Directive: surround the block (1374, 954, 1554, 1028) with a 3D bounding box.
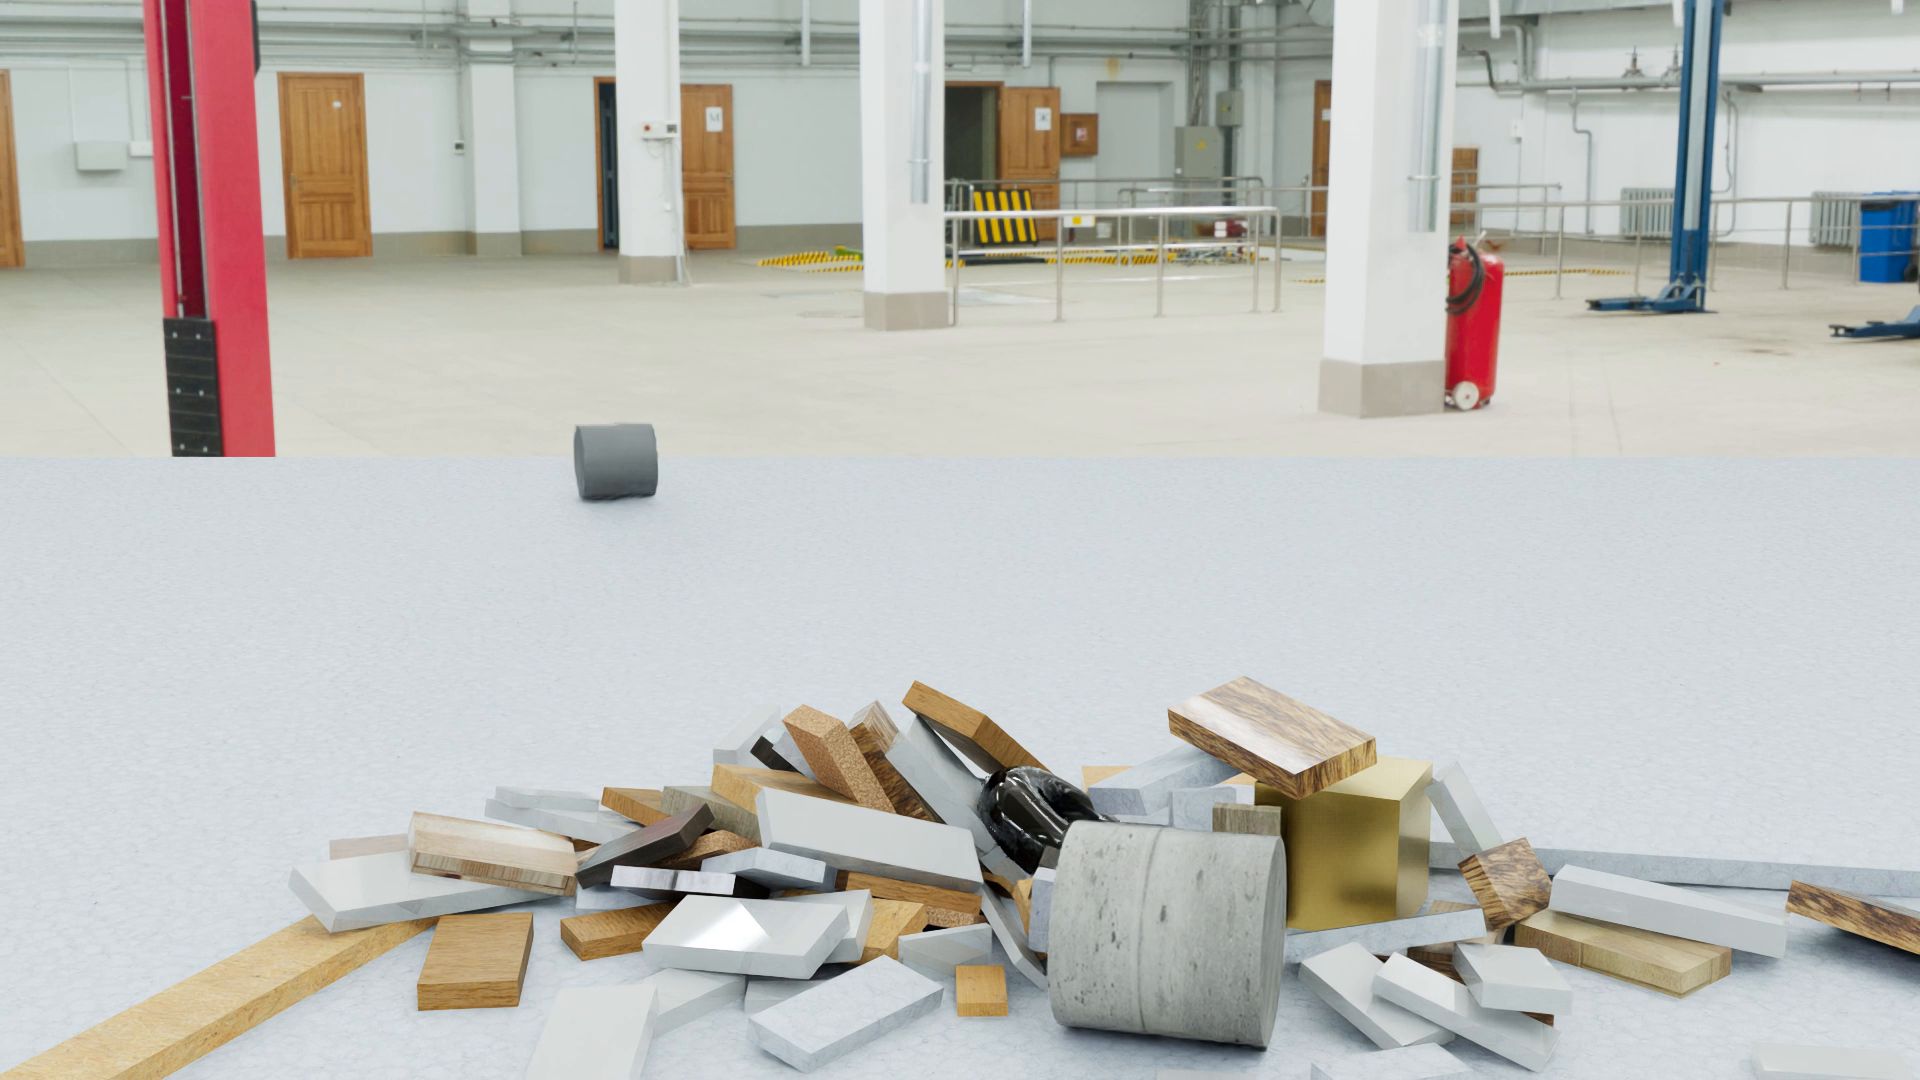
[{"bbox_3d":[0.715,0.658,3.191,0.285,0.040,0.143,3,11,16],"label":"block"}]

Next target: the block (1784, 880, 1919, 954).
[{"bbox_3d":[1.463,0.598,3.351,0.173,0.049,0.346,14,0,-36],"label":"block"}]

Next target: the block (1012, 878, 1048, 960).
[{"bbox_3d":[0.220,0.581,3.445,0.249,0.035,0.125,-4,46,-19],"label":"block"}]

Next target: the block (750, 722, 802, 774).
[{"bbox_3d":[-0.228,0.437,3.938,0.290,0.041,0.145,39,18,7],"label":"block"}]

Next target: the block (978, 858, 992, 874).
[{"bbox_3d":[0.040,0.549,3.668,0.013,0.094,0.047,-48,30,-9],"label":"block"}]

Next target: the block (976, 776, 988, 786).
[{"bbox_3d":[0.085,0.485,3.886,0.327,0.046,0.163,16,12,11],"label":"block"}]

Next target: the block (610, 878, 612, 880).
[{"bbox_3d":[-0.584,0.584,3.646,0.070,0.020,0.140,-2,11,-10],"label":"block"}]

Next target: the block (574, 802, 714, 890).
[{"bbox_3d":[-0.509,0.495,3.553,0.216,0.031,0.108,-24,10,24],"label":"block"}]

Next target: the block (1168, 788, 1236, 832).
[{"bbox_3d":[0.394,0.507,3.539,0.105,0.210,0.030,-2,-3,-8],"label":"block"}]

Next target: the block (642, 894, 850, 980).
[{"bbox_3d":[-0.318,0.588,3.268,0.276,0.039,0.138,-1,22,25],"label":"block"}]

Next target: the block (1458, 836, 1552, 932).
[{"bbox_3d":[0.877,0.546,3.502,0.033,0.117,0.235,-37,-19,28],"label":"block"}]

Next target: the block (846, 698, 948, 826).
[{"bbox_3d":[-0.079,0.432,3.708,0.046,0.325,0.162,-33,4,11],"label":"block"}]

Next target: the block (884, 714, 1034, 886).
[{"bbox_3d":[0.012,0.446,3.695,0.046,0.327,0.163,-42,3,11],"label":"block"}]

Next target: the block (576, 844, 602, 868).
[{"bbox_3d":[-0.629,0.556,3.799,0.070,0.020,0.140,7,13,33],"label":"block"}]

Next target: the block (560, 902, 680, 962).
[{"bbox_3d":[-0.487,0.610,3.473,0.262,0.031,0.111,-5,12,-26],"label":"block"}]

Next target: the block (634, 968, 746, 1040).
[{"bbox_3d":[-0.425,0.665,3.177,0.111,0.031,0.222,7,13,35],"label":"block"}]

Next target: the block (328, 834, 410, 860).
[{"bbox_3d":[-0.952,0.546,3.804,0.266,0.038,0.133,-3,11,-16],"label":"block"}]

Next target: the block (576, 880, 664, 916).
[{"bbox_3d":[-0.550,0.583,3.567,0.140,0.020,0.070,2,32,-6],"label":"block"}]

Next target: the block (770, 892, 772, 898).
[{"bbox_3d":[-0.285,0.552,3.635,0.222,0.031,0.111,0,44,2],"label":"block"}]

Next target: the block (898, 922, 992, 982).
[{"bbox_3d":[-0.022,0.622,3.300,0.144,0.072,0.020,-5,11,-23],"label":"block"}]

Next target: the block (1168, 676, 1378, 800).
[{"bbox_3d":[0.505,0.319,3.588,0.165,0.047,0.330,-20,24,-27],"label":"block"}]

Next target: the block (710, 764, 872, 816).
[{"bbox_3d":[-0.281,0.428,3.626,0.156,0.044,0.312,10,1,-28],"label":"block"}]

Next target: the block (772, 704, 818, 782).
[{"bbox_3d":[-0.175,0.431,3.863,0.325,0.046,0.162,40,13,-1],"label":"block"}]

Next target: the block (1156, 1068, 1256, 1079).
[{"bbox_3d":[0.324,0.723,2.902,0.130,0.018,0.065,2,11,10],"label":"block"}]

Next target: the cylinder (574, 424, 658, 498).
[{"bbox_3d":[-1.195,-0.274,7.633,0.251,0.251,0.251,-3,11,-18],"label":"cylinder"}]

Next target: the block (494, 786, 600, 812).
[{"bbox_3d":[-0.711,0.447,3.788,0.159,0.023,0.080,9,-1,-33],"label":"block"}]

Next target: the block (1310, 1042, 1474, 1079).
[{"bbox_3d":[0.575,0.713,2.931,0.190,0.027,0.095,-4,11,-19],"label":"block"}]

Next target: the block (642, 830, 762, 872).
[{"bbox_3d":[-0.420,0.524,3.561,0.228,0.032,0.114,-21,-36,37],"label":"block"}]

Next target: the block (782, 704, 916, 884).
[{"bbox_3d":[-0.170,0.431,3.664,0.046,0.325,0.162,-36,21,-19],"label":"block"}]

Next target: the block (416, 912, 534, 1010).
[{"bbox_3d":[-0.728,0.634,3.323,0.143,0.040,0.285,-1,11,-6],"label":"block"}]

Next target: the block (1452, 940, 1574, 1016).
[{"bbox_3d":[0.776,0.616,3.101,0.121,0.034,0.243,5,3,3],"label":"block"}]

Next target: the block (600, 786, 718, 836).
[{"bbox_3d":[-0.505,0.466,3.756,0.112,0.032,0.223,10,3,-42],"label":"block"}]

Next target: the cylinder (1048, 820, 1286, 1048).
[{"bbox_3d":[0.296,0.551,3.091,0.289,0.289,0.289,3,11,15],"label":"cylinder"}]

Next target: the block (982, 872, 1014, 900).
[{"bbox_3d":[0.061,0.568,3.614,0.013,0.047,0.094,-51,19,-19],"label":"block"}]

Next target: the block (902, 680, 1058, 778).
[{"bbox_3d":[0.044,0.357,3.840,0.163,0.046,0.327,23,-13,37],"label":"block"}]

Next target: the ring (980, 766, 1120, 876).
[{"bbox_3d":[0.172,0.491,3.640,0.315,0.105,0.315,33,12,-8],"label":"ring"}]
